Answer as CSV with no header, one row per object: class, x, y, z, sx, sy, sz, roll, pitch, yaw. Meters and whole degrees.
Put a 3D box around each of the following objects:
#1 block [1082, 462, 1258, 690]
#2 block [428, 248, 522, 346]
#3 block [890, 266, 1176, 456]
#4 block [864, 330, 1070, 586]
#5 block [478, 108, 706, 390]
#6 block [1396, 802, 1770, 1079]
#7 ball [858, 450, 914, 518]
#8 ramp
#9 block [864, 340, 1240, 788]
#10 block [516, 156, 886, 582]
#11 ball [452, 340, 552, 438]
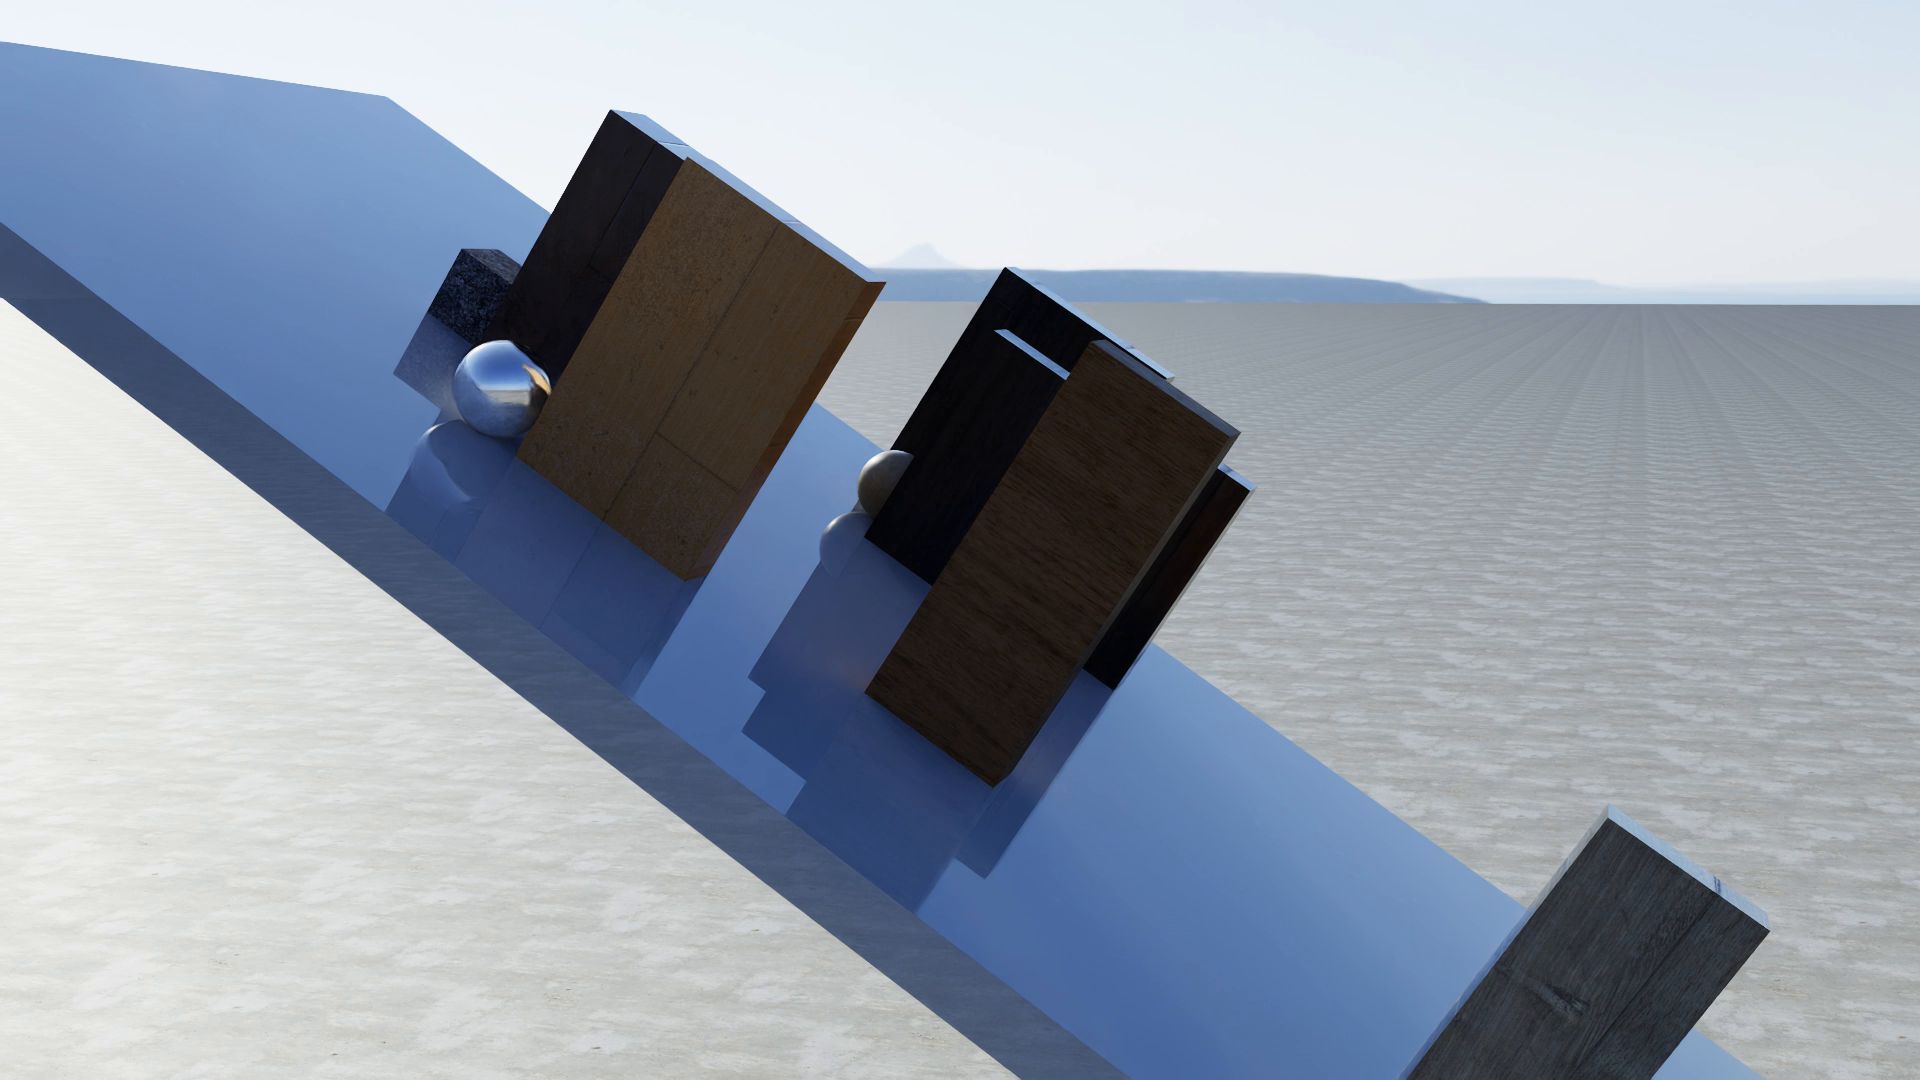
block,0.305,-0.010,4.504,0.384,0.501,0.087,36,15,10
block,-0.891,-0.455,4.180,0.141,0.141,0.141,36,15,10
block,0.135,-0.245,4.794,0.427,0.554,0.092,36,15,10
block,0.105,-0.103,4.394,0.389,0.500,0.089,36,15,10
block,-0.627,-0.484,4.055,0.293,0.528,0.145,36,15,10
block,0.770,0.691,2.936,0.242,0.664,0.084,36,15,10
ball,-0.136,-0.109,4.588,0.157,0.157,0.157,0,7,0
ramp,-0.126,0.212,4.099,4.000,0.100,2.000,36,15,10
block,0.147,0.041,3.632,0.271,0.707,0.106,36,15,10
block,-0.438,-0.284,3.680,0.371,0.596,0.098,36,15,10
ball,-0.778,-0.258,3.743,0.165,0.165,0.165,0,7,0
